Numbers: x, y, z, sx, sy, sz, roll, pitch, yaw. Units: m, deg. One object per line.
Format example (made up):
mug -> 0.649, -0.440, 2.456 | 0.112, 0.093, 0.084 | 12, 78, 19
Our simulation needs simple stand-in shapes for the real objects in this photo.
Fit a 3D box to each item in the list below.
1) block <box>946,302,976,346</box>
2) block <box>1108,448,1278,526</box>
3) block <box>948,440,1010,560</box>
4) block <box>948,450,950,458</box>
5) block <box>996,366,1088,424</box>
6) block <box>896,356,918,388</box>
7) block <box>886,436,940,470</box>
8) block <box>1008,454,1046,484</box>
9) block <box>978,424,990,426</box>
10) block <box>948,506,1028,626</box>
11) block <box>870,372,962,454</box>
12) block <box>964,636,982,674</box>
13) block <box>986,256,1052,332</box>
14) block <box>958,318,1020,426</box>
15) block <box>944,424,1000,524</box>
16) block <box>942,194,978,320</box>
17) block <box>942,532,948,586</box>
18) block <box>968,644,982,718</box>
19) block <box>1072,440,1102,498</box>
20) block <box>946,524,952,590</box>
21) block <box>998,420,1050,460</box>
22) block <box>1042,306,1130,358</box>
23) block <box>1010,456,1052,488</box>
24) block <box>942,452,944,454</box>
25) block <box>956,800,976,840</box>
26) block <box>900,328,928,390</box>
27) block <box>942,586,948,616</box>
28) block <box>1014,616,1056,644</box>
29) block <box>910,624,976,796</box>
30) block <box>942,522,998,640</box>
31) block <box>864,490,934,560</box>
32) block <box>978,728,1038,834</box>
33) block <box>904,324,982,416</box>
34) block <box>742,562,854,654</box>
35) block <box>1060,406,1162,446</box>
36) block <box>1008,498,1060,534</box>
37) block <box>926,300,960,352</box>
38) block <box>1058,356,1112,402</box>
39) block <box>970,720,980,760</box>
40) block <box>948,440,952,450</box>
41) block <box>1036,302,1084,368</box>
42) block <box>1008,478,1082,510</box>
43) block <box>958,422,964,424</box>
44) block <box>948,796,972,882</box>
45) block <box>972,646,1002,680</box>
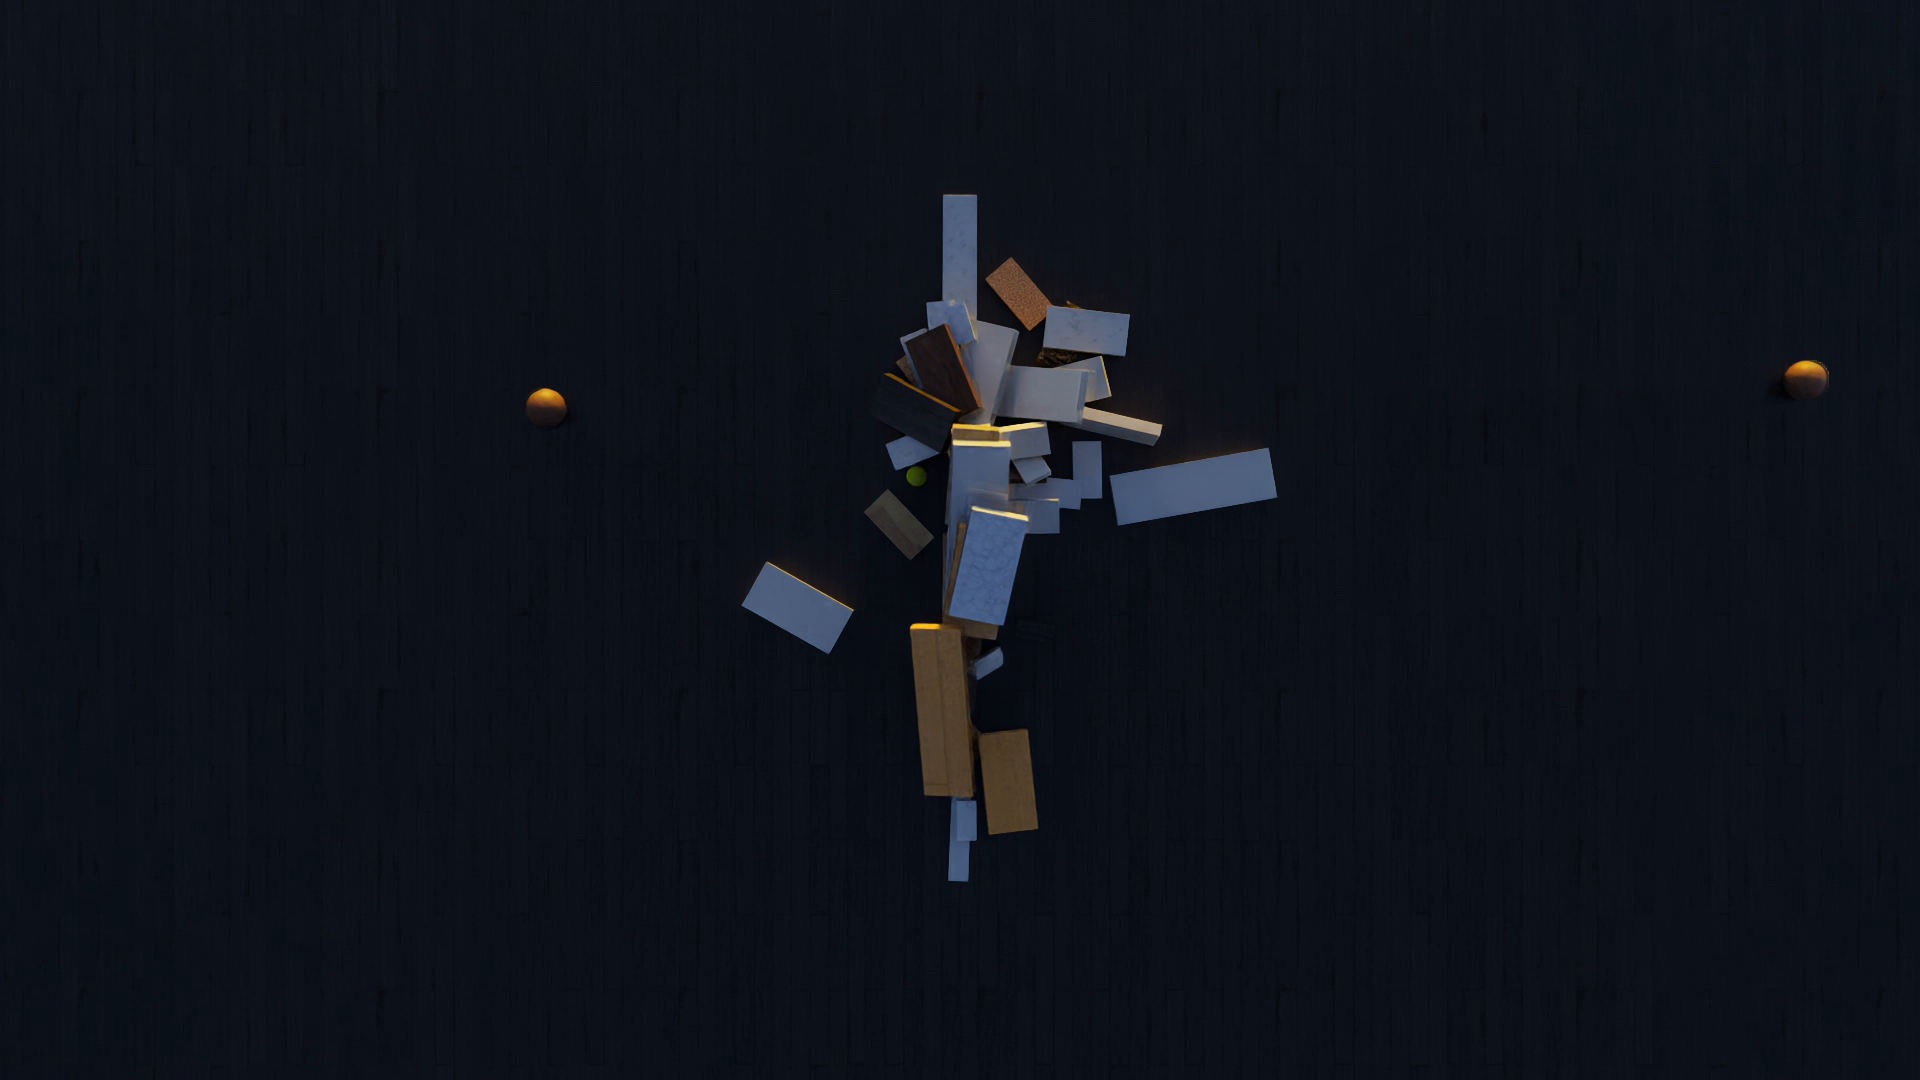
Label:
block -> 0.002, -0.708, 5.402 | 0.064, 0.018, 0.129 | -15, 95, 12
block -> 0.772, -0.176, 5.476 | 0.533, 0.047, 0.167 | -10, 90, 0
block -> 0.061, -0.124, 5.254 | 0.179, 0.051, 0.391 | 2, 113, -2
block -> -0.001, -0.284, 5.424 | 0.075, 0.150, 0.021 | -10, 86, 0
block -> 0.252, -0.478, 5.391 | 0.335, 0.047, 0.167 | 8, 90, 32
block -> -0.118, -0.543, 5.487 | 0.094, 0.027, 0.188 | -37, 90, 0
block -> -0.142, -0.308, 5.461 | 0.190, 0.027, 0.095 | -21, 90, 16
block -> 0.172, -0.235, 5.460 | 0.229, 0.026, 0.093 | 0, 62, 2
block -> 0.050, -0.242, 5.296 | 0.126, 0.036, 0.252 | -7, 113, 1
block -> 0.088, 0.082, 5.217 | 0.179, 0.051, 0.358 | 11, 107, -4
block -> -0.148, -0.417, 5.403 | 0.295, 0.042, 0.148 | 30, 111, 21
block -> 0.009, 0.304, 5.383 | 0.126, 0.036, 0.252 | 8, 96, -3
block -> 0.200, -0.817, 5.484 | 0.113, 0.032, 0.226 | -40, 90, 0
block -> 0.067, -0.545, 5.421 | 0.167, 0.047, 0.335 | 16, 92, 21
block -> 0.037, -0.205, 5.269 | 0.148, 0.042, 0.328 | 4, 113, -3
block -> -0.001, -0.924, 5.484 | 0.113, 0.032, 0.441 | 0, 90, 0
block -> -0.001, 0.082, 5.442 | 0.112, 0.032, 0.223 | 0, 113, 0
block -> -0.004, 0.455, 5.451 | 0.126, 0.036, 0.252 | 6, 103, -2
block -> 0.423, -0.233, 5.487 | 0.095, 0.027, 0.190 | -1, 90, 0
block -> 0.012, 0.051, 5.373 | 0.112, 0.032, 0.223 | 2, 95, -1
block -> 0.179, -0.320, 5.393 | 0.223, 0.032, 0.112 | -8, 126, 4
block -> 0.416, -0.689, 5.449 | 0.273, 0.039, 0.136 | 6, 90, 0
block -> 0.216, -0.271, 5.443 | 0.093, 0.026, 0.185 | -28, 64, -6
block -> -0.052, -0.366, 5.489 | 0.075, 0.021, 0.150 | -6, 90, 0
block -> 0.022, 0.930, 5.472 | 0.066, 0.019, 0.131 | 0, 90, 0
block -> -0.121, -0.597, 5.454 | 0.094, 0.027, 0.188 | -22, 87, 5
block -> 0.003, 0.280, 5.441 | 0.126, 0.036, 0.252 | 2, 109, -1
block -> 0.248, 0.299, 5.491 | 0.129, 0.018, 0.064 | 13, 90, 0
block -> -0.053, 0.557, 5.371 | 0.165, 0.047, 0.589 | 0, 108, 13
block -> 0.057, 0.134, 5.287 | 0.179, 0.051, 0.358 | 9, 107, -3
block -> -0.202, -0.051, 5.484 | 0.112, 0.032, 0.223 | -44, 90, 0
block -> 0.158, 0.799, 5.465 | 0.165, 0.047, 0.330 | -6, 93, -3
block -> -0.055, -0.541, 5.396 | 0.148, 0.042, 0.295 | -23, 87, 18
block -> -0.538, 0.225, 5.477 | 0.330, 0.047, 0.165 | 29, 90, 0
block -> 0.496, -0.380, 5.429 | 0.319, 0.136, 0.039 | 13, 79, 0
block -> 0.217, -0.079, 5.456 | 0.223, 0.032, 0.112 | 0, 106, 7
block -> -0.057, -0.695, 5.453 | 0.094, 0.027, 0.188 | -1, 98, 31
block -> 0.350, -0.507, 5.442 | 0.273, 0.039, 0.136 | -13, 93, 15
block -> 0.042, 0.661, 5.491 | 0.066, 0.019, 0.131 | -40, 90, 0
block -> -0.064, -0.366, 5.463 | 0.150, 0.021, 0.075 | 42, 98, 7
block -> 0.353, -0.668, 5.484 | 0.113, 0.032, 0.226 | 28, 90, 0
block -> 0.250, -0.164, 5.472 | 0.306, 0.027, 0.095 | 6, 90, 6
block -> 0.044, -0.391, 5.464 | 0.093, 0.026, 0.185 | 4, 88, 27
block -> 0.003, 0.924, 5.491 | 0.066, 0.019, 0.419 | 2, 90, 0
block -> 0.089, 0.402, 5.394 | 0.018, 0.129, 0.064 | 16, 121, 39
